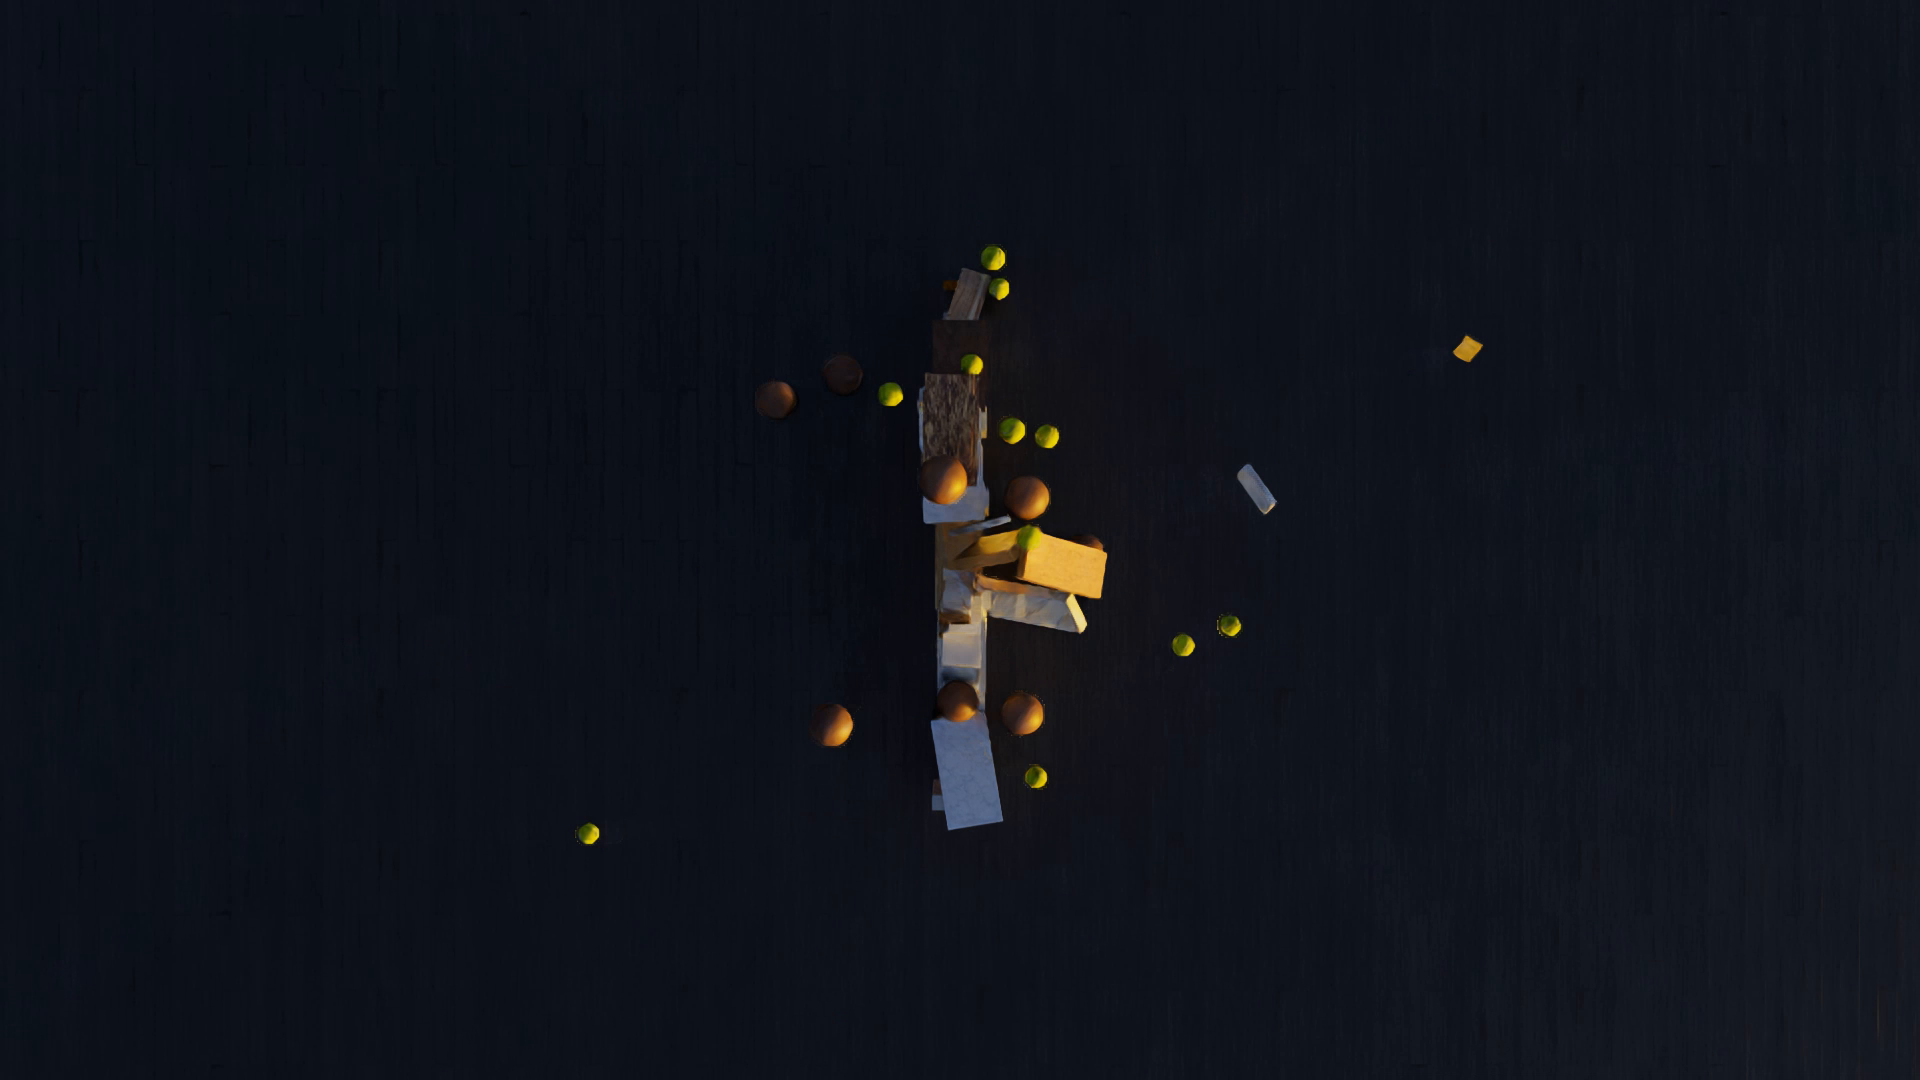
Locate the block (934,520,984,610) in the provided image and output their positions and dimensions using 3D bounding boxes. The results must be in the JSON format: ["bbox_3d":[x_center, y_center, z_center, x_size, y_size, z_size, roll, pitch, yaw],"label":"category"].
[{"bbox_3d":[-0.002,0.066,5.174,0.152,0.043,0.303,1,89,0],"label":"block"}]

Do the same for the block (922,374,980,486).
[{"bbox_3d":[-0.025,-0.293,4.393,0.147,0.042,0.294,2,90,1],"label":"block"}]

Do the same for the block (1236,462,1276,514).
[{"bbox_3d":[0.829,-0.143,4.615,0.019,0.068,0.136,-27,74,-21],"label":"block"}]

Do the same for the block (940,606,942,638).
[{"bbox_3d":[-0.002,0.257,5.033,0.115,0.230,0.033,14,66,5],"label":"block"}]

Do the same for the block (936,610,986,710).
[{"bbox_3d":[0.005,0.376,5.171,0.153,0.043,0.307,0,90,0],"label":"block"}]

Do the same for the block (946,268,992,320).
[{"bbox_3d":[0.025,-0.765,5.290,0.098,0.028,0.196,18,90,0],"label":"block"}]

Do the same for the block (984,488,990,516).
[{"bbox_3d":[-0.002,-0.112,4.959,0.177,0.393,0.050,0,87,0],"label":"block"}]

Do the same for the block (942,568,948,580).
[{"bbox_3d":[-0.008,0.105,5.062,0.089,0.177,0.025,1,85,0],"label":"block"}]

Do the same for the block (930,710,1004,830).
[{"bbox_3d":[0.021,0.715,5.131,0.172,0.049,0.345,-9,90,0],"label":"block"}]

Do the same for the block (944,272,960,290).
[{"bbox_3d":[-0.005,-0.847,5.402,0.098,0.196,0.028,0,90,0],"label":"block"}]

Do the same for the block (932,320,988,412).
[{"bbox_3d":[-0.002,-0.513,5.138,0.168,0.048,0.337,1,90,1],"label":"block"}]

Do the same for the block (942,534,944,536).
[{"bbox_3d":[-0.007,-0.019,5.064,0.089,0.177,0.025,-3,83,0],"label":"block"}]

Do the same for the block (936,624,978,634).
[{"bbox_3d":[-0.009,0.254,4.724,0.082,0.165,0.023,5,85,-12],"label":"block"}]

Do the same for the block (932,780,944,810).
[{"bbox_3d":[-0.002,0.822,5.328,0.172,0.345,0.049,0,90,0],"label":"block"}]

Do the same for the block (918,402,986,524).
[{"bbox_3d":[-0.023,-0.229,4.735,0.177,0.050,0.355,-3,90,1],"label":"block"}]

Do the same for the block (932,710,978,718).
[{"bbox_3d":[-0.002,0.592,5.328,0.172,0.345,0.049,0,90,0],"label":"block"}]

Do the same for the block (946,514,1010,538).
[{"bbox_3d":[0.051,-0.039,4.760,0.068,0.376,0.019,-17,91,-18],"label":"block"}]

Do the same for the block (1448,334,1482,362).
[{"bbox_3d":[1.566,-0.595,5.110,0.068,0.136,0.019,-54,55,19],"label":"block"}]

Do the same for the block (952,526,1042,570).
[{"bbox_3d":[0.109,0.026,4.818,0.138,0.275,0.039,-37,105,-33],"label":"block"}]

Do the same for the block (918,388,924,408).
[{"bbox_3d":[-0.035,-0.397,4.562,0.147,0.294,0.042,-3,92,1],"label":"block"}]

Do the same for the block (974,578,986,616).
[{"bbox_3d":[0.061,0.173,5.018,0.017,0.060,0.120,12,97,42],"label":"block"}]

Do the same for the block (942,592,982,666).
[{"bbox_3d":[0.006,0.264,4.899,0.115,0.033,0.230,1,113,1],"label":"block"}]

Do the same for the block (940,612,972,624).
[{"bbox_3d":[-0.012,0.233,4.778,0.082,0.165,0.023,4,82,3],"label":"block"}]

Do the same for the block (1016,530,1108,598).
[{"bbox_3d":[0.294,0.072,4.737,0.275,0.039,0.138,16,79,-31],"label":"block"}]

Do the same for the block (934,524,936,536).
[{"bbox_3d":[-0.003,-0.035,5.348,0.152,0.303,0.043,-1,90,0],"label":"block"}]

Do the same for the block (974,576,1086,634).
[{"bbox_3d":[0.209,0.193,4.918,0.039,0.337,0.138,-54,135,-30],"label":"block"}]

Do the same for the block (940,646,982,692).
[{"bbox_3d":[0.004,0.385,5.049,0.115,0.230,0.033,4,52,0],"label":"block"}]

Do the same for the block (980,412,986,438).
[{"bbox_3d":[-0.009,-0.342,4.937,0.177,0.355,0.050,0,89,1],"label":"block"}]

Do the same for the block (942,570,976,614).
[{"bbox_3d":[-0.004,0.155,4.816,0.082,0.165,0.023,3,132,5],"label":"block"}]

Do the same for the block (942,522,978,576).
[{"bbox_3d":[0.000,0.027,4.961,0.089,0.025,0.177,-8,89,0],"label":"block"}]

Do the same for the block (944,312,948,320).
[{"bbox_3d":[-0.005,-0.716,5.402,0.098,0.196,0.028,0,90,0],"label":"block"}]
